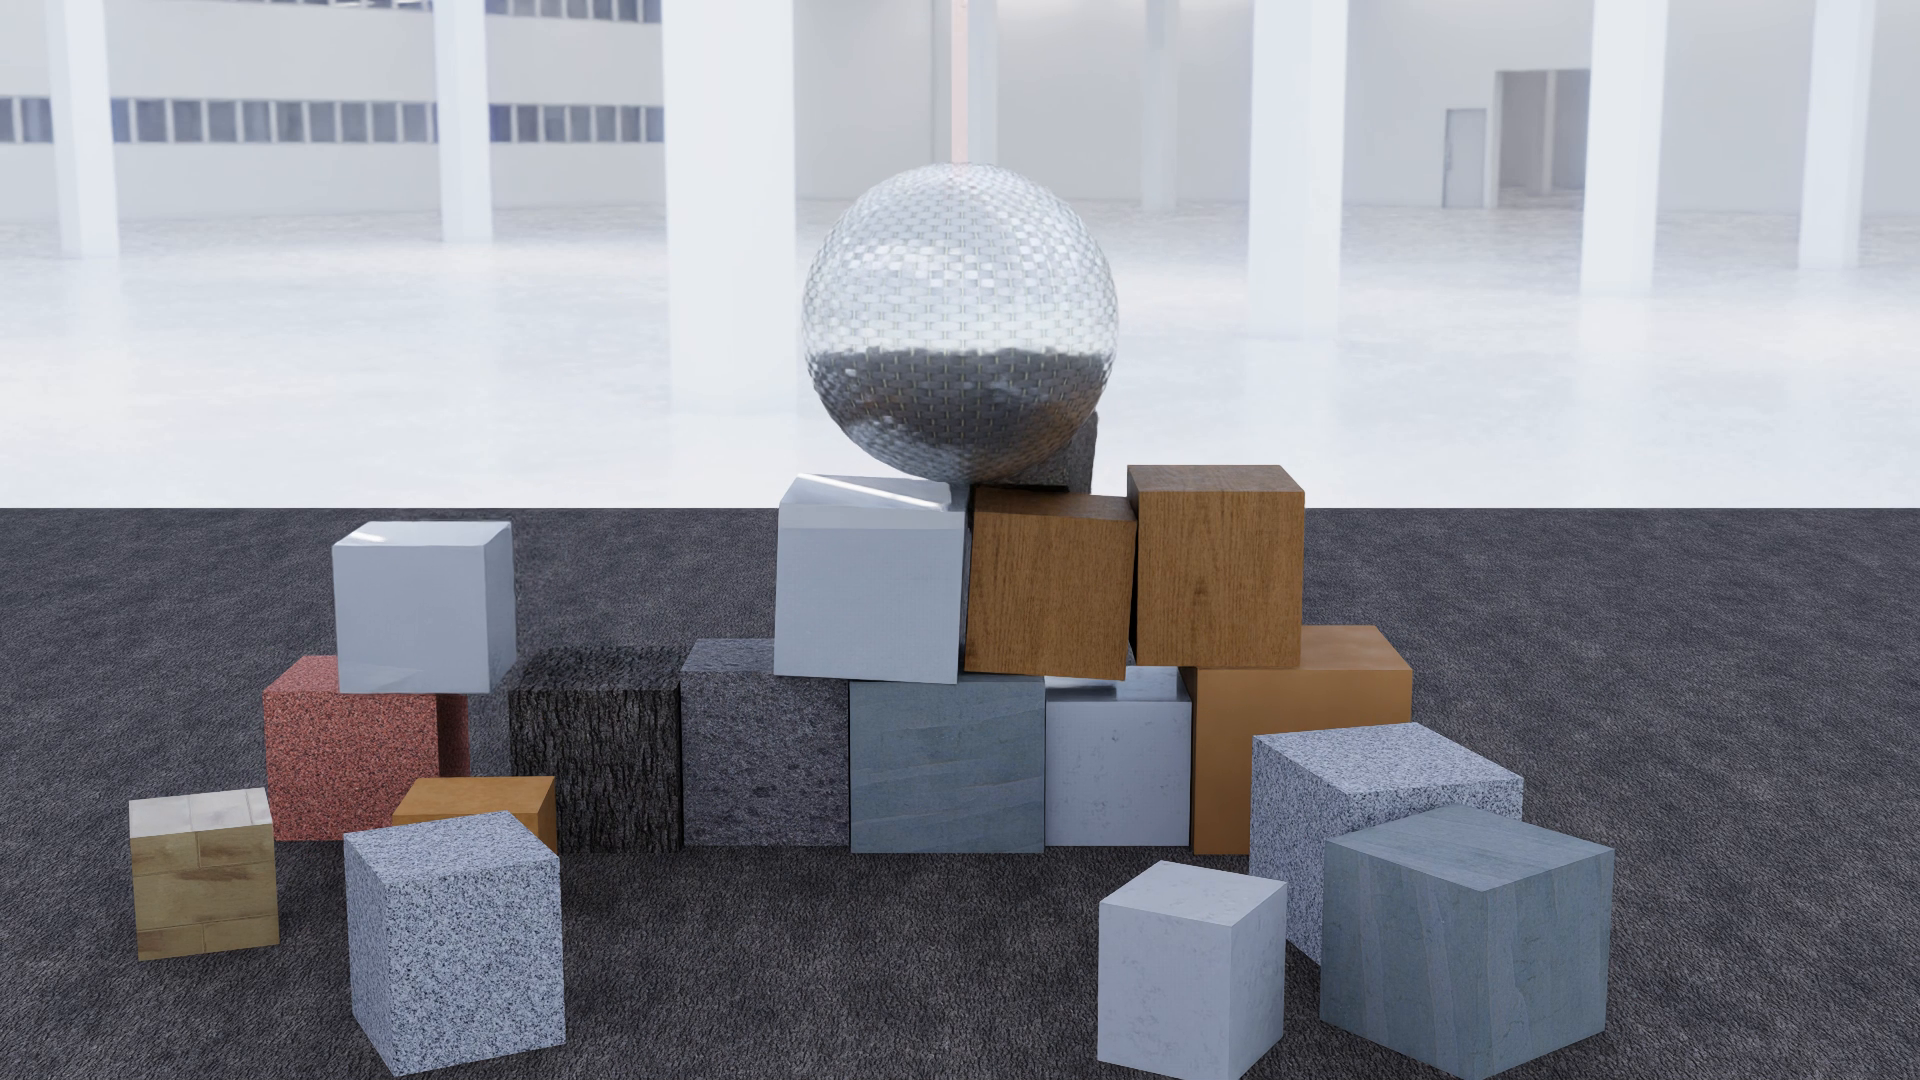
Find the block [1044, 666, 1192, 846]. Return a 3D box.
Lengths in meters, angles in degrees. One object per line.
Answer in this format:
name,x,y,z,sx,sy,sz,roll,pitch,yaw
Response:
block,0.791,1.106,11.396,0.727,0.746,0.762,0,10,0

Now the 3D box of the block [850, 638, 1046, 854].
block,-0.062,1.045,11.368,0.963,0.877,0.962,0,10,0

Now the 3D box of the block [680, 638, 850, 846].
block,-0.973,1.032,11.366,0.834,0.904,0.724,0,10,0

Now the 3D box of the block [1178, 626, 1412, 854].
block,1.692,1.012,11.361,1.055,0.945,1.006,0,10,0

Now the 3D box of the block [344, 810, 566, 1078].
block,-2.013,1.580,8.738,0.674,0.764,0.696,-5,12,-27

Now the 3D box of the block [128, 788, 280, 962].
block,-3.387,1.484,9.846,0.586,0.556,0.582,-4,11,-20

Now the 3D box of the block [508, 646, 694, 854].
block,-1.815,1.066,11.366,0.820,0.837,0.958,0,10,0

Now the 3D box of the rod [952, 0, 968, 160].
rod,0.000,-4.428,10.378,0.080,5.200,0.080,0,10,0

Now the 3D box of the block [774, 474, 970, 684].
block,-0.432,0.177,11.179,0.900,0.856,0.971,3,10,1

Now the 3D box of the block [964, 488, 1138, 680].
block,0.450,0.212,11.250,0.801,0.807,0.765,4,10,0

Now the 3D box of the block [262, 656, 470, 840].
block,-3.078,1.072,11.491,0.862,0.780,0.784,0,10,-2

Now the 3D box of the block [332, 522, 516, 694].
block,-2.727,0.334,11.271,0.749,0.750,0.704,0,10,0

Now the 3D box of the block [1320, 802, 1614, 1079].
block,2.015,1.577,8.775,0.814,0.757,0.782,-8,13,-37

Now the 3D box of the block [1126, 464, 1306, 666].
block,1.280,0.113,11.221,0.807,0.874,0.904,0,10,0

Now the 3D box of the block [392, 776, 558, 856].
block,-2.226,1.437,10.159,0.643,0.538,0.579,0,10,-3

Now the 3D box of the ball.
ball,0.000,-1.083,10.989,1.600,1.600,1.600,0,10,0

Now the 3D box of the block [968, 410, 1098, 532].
block,0.365,-0.497,12.036,0.629,0.778,0.746,2,-24,12

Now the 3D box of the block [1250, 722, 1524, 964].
block,1.869,1.360,9.781,0.829,0.825,0.955,-3,11,-16

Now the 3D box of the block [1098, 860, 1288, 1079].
block,0.907,1.676,8.558,0.542,0.641,0.568,6,12,29
